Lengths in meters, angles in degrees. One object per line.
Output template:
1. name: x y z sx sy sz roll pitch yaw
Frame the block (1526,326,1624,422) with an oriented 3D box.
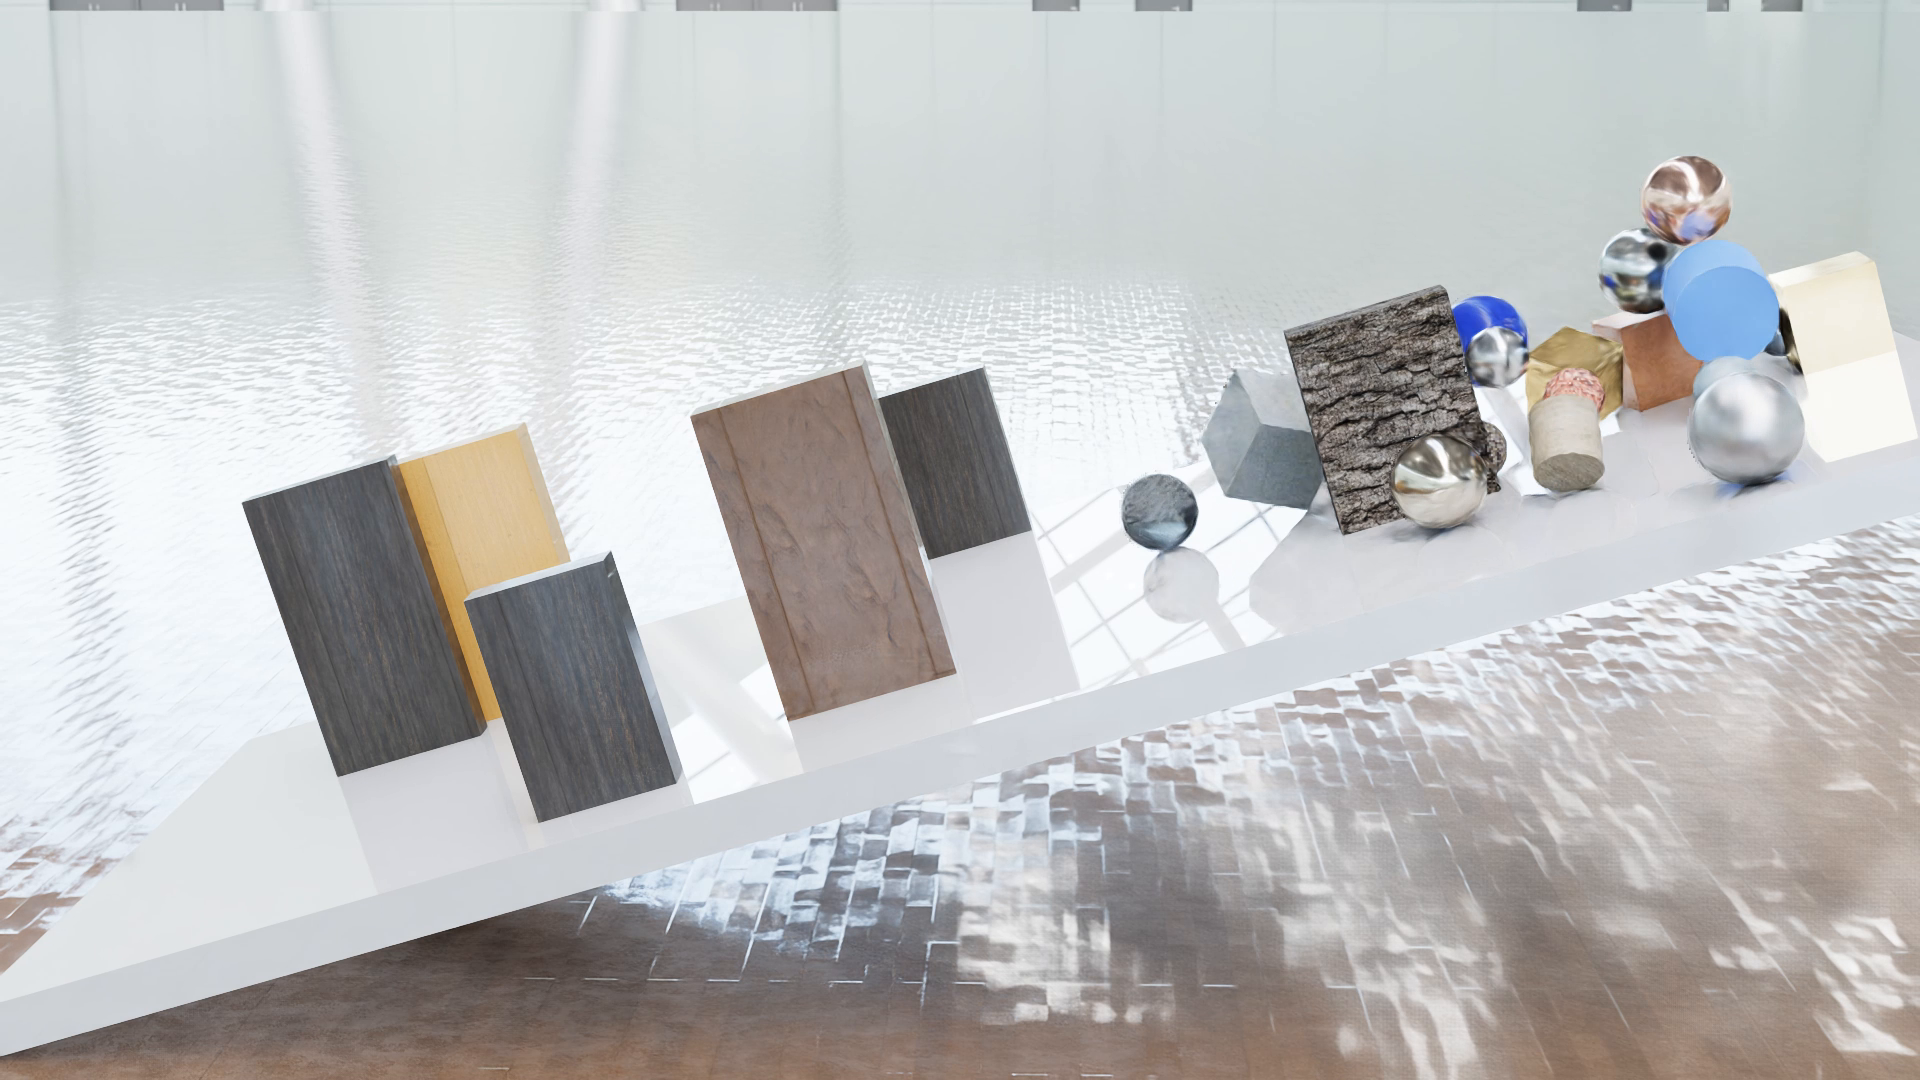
1. block: 1.299 -0.338 6.213 0.146 0.146 0.146 24 46 39

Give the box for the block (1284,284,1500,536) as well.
1. block: 0.872 -0.262 5.942 0.329 0.423 0.099 -16 10 5

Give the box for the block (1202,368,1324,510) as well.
1. block: 0.665 -0.215 6.275 0.199 0.199 0.199 8 37 -21

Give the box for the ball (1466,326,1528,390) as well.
1. ball: 1.067 -0.362 5.844 0.124 0.124 0.124 0 11 0

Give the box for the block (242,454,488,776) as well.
1. block: -1.333 0.171 6.600 0.344 0.656 0.082 -16 10 5

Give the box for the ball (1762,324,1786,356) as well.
1. ball: 1.776 -0.454 6.368 0.115 0.115 0.115 0 11 0

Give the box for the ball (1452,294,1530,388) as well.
1. ball: 1.125 -0.428 6.334 0.201 0.201 0.201 0 11 0

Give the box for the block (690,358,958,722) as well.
1. block: -0.263 0.000 5.793 0.350 0.636 0.116 -16 10 5

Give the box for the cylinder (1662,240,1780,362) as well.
1. cylinder: 1.552 -0.486 6.005 0.208 0.208 0.208 1 20 6

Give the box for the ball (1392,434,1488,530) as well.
1. ball: 0.932 -0.114 5.718 0.186 0.186 0.186 0 11 0

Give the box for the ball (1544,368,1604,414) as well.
1. ball: 1.240 -0.288 5.937 0.121 0.121 0.121 0 11 0

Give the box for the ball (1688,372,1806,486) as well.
1. ball: 1.422 -0.201 5.320 0.204 0.204 0.204 0 11 0

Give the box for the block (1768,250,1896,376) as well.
1. block: 1.830 -0.478 6.182 0.192 0.192 0.192 -15 10 9

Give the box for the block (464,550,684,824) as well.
1. block: -0.733 0.279 5.600 0.277 0.450 0.104 -16 10 5

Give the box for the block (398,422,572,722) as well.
1. block: -1.120 0.095 6.746 0.443 0.624 0.124 -16 10 5

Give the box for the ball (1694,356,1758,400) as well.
1. ball: 1.538 -0.304 5.894 0.133 0.133 0.133 0 11 0

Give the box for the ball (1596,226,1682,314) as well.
1. ball: 1.452 -0.574 6.265 0.186 0.186 0.186 0 11 0

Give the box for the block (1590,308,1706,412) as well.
1. block: 1.499 -0.402 6.341 0.185 0.185 0.185 -18 10 -4

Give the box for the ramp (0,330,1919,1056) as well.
1. ramp: 0.093 0.186 6.317 4.000 0.100 2.000 -16 10 5

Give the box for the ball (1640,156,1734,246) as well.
1. ball: 1.510 -0.705 6.115 0.187 0.187 0.187 0 11 0

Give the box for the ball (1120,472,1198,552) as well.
1. ball: 0.429 -0.060 6.320 0.168 0.168 0.168 0 11 0

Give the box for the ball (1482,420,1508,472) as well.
1. ball: 1.069 -0.186 6.068 0.122 0.122 0.122 0 11 0

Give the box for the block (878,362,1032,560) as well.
1. block: -0.098 -0.163 7.065 0.445 0.410 0.091 -16 10 5

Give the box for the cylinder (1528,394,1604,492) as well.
1. cylinder: 1.172 -0.187 5.691 0.135 0.135 0.135 1 -32 1
